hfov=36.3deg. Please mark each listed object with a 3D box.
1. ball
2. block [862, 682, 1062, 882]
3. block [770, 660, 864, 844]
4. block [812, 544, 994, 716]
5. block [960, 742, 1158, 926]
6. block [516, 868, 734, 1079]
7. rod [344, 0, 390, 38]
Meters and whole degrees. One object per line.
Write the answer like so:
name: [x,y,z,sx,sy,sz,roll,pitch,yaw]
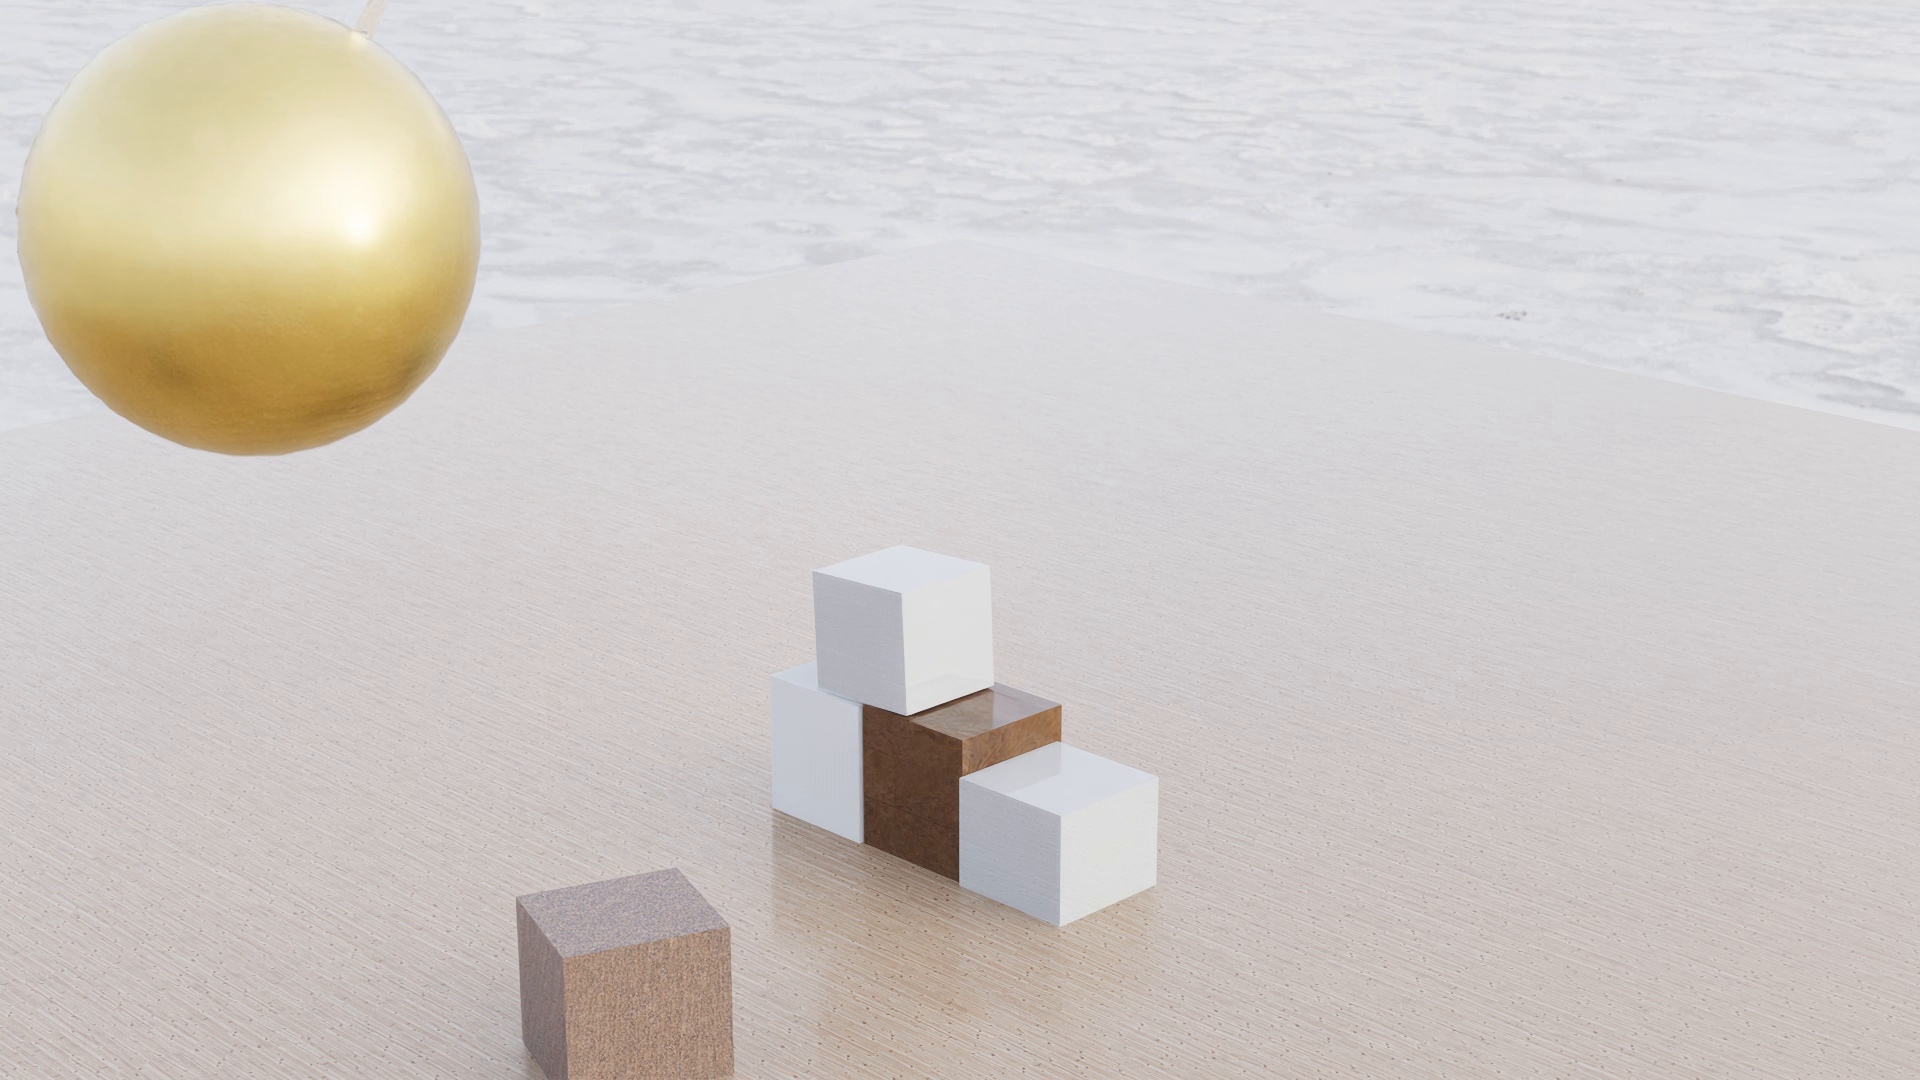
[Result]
ball: [-2.502,-1.094,10.375,1.600,1.600,1.600,0,17,0]
block: [0.011,1.095,13.695,0.649,0.699,0.655,-17,24,-42]
block: [-0.451,0.965,14.136,0.680,0.683,0.616,-17,24,-42]
block: [-0.264,0.413,13.727,0.599,0.585,0.571,13,21,43]
block: [0.445,1.319,13.267,0.641,0.528,0.626,-17,24,-42]
block: [-1.332,1.769,11.647,0.678,0.641,0.623,-8,19,-24]
rod: [-1.084,-4.139,10.904,0.080,5.200,0.080,17,-12,42]
